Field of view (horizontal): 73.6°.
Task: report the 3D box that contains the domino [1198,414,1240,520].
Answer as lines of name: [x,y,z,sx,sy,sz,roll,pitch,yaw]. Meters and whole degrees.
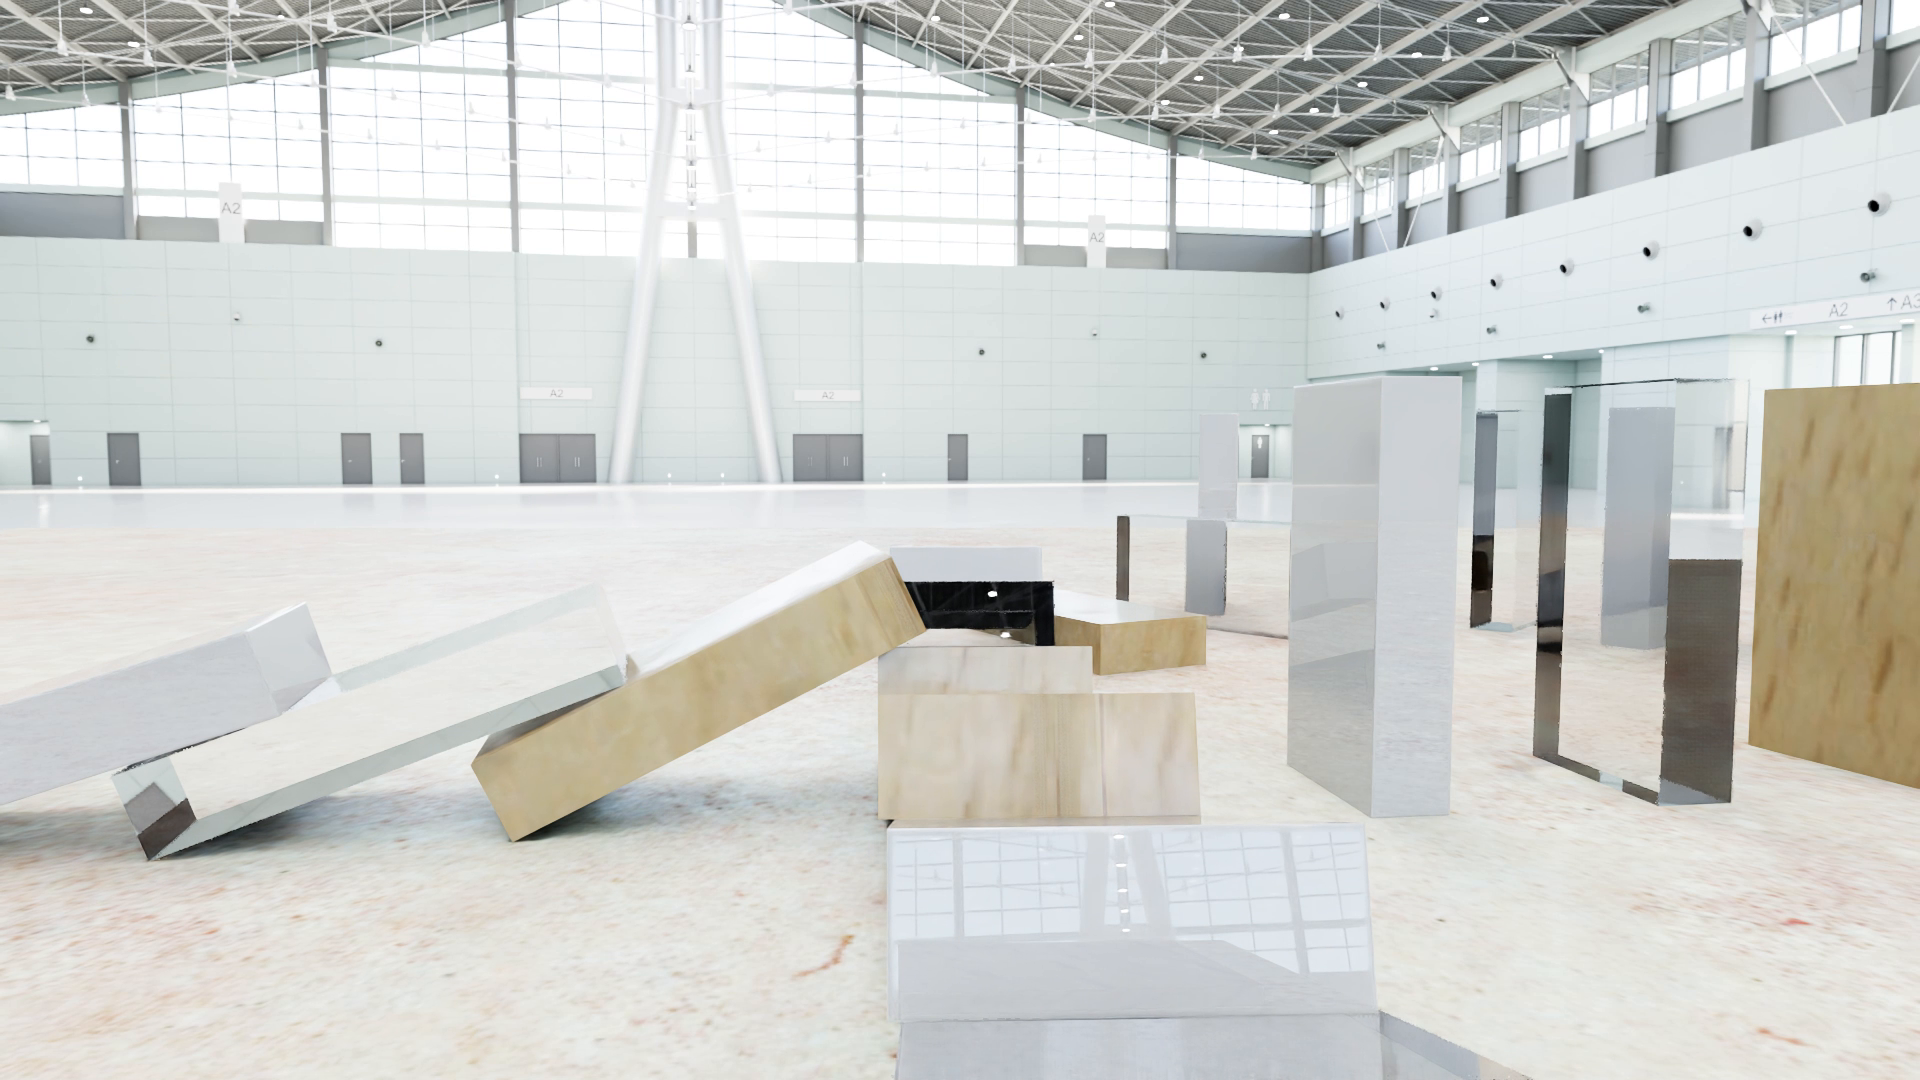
domino: [0.067,-0.007,0.333,0.009,0.050,0.025,1,4,13]

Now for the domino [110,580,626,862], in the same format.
domino: [-0.064,0.019,0.147,0.050,0.009,0.025,-20,9,-12]

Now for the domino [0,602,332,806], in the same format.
domino: [-0.098,0.020,0.139,0.050,0.009,0.025,-18,8,-13]

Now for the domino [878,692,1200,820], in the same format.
domino: [0.005,0.022,0.124,0.025,0.009,0.050,0,-12,-3]

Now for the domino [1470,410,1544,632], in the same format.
domino: [0.129,-0.005,0.300,0.009,0.050,0.025,4,6,40]

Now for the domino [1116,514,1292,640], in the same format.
domino: [0.058,0.008,0.300,0.009,0.025,0.050,-4,6,-41]

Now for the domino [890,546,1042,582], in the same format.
domino: [0.000,0.011,0.233,0.025,0.010,0.050,0,-11,-2]

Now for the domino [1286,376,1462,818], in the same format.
domino: [0.050,0.006,0.157,0.009,0.050,0.025,-1,4,-8]

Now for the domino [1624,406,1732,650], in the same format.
domino: [0.154,-0.003,0.275,0.025,0.050,0.009,-3,5,-38]

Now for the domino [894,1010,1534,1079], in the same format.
domino: [0.010,0.027,0.055,0.025,0.010,0.050,0,-12,-1]

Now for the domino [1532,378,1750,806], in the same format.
domino: [0.085,0.005,0.162,0.009,0.050,0.025,-1,4,-9]

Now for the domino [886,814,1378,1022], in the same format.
domino: [0.008,0.024,0.090,0.025,0.009,0.050,0,-11,-2]

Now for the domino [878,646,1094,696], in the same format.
domino: [0.002,0.020,0.173,0.025,0.010,0.050,0,-7,-3]

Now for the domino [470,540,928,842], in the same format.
domino: [-0.030,0.016,0.153,0.050,0.009,0.025,-26,9,-10]

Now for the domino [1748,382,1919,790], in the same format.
domino: [0.120,0.005,0.169,0.009,0.050,0.025,-1,4,-16]

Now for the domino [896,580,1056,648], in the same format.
domino: [0.000,0.016,0.209,0.025,0.009,0.050,0,-11,-2]

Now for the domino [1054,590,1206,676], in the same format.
domino: [0.024,0.018,0.263,0.025,0.009,0.050,-2,5,-29]
